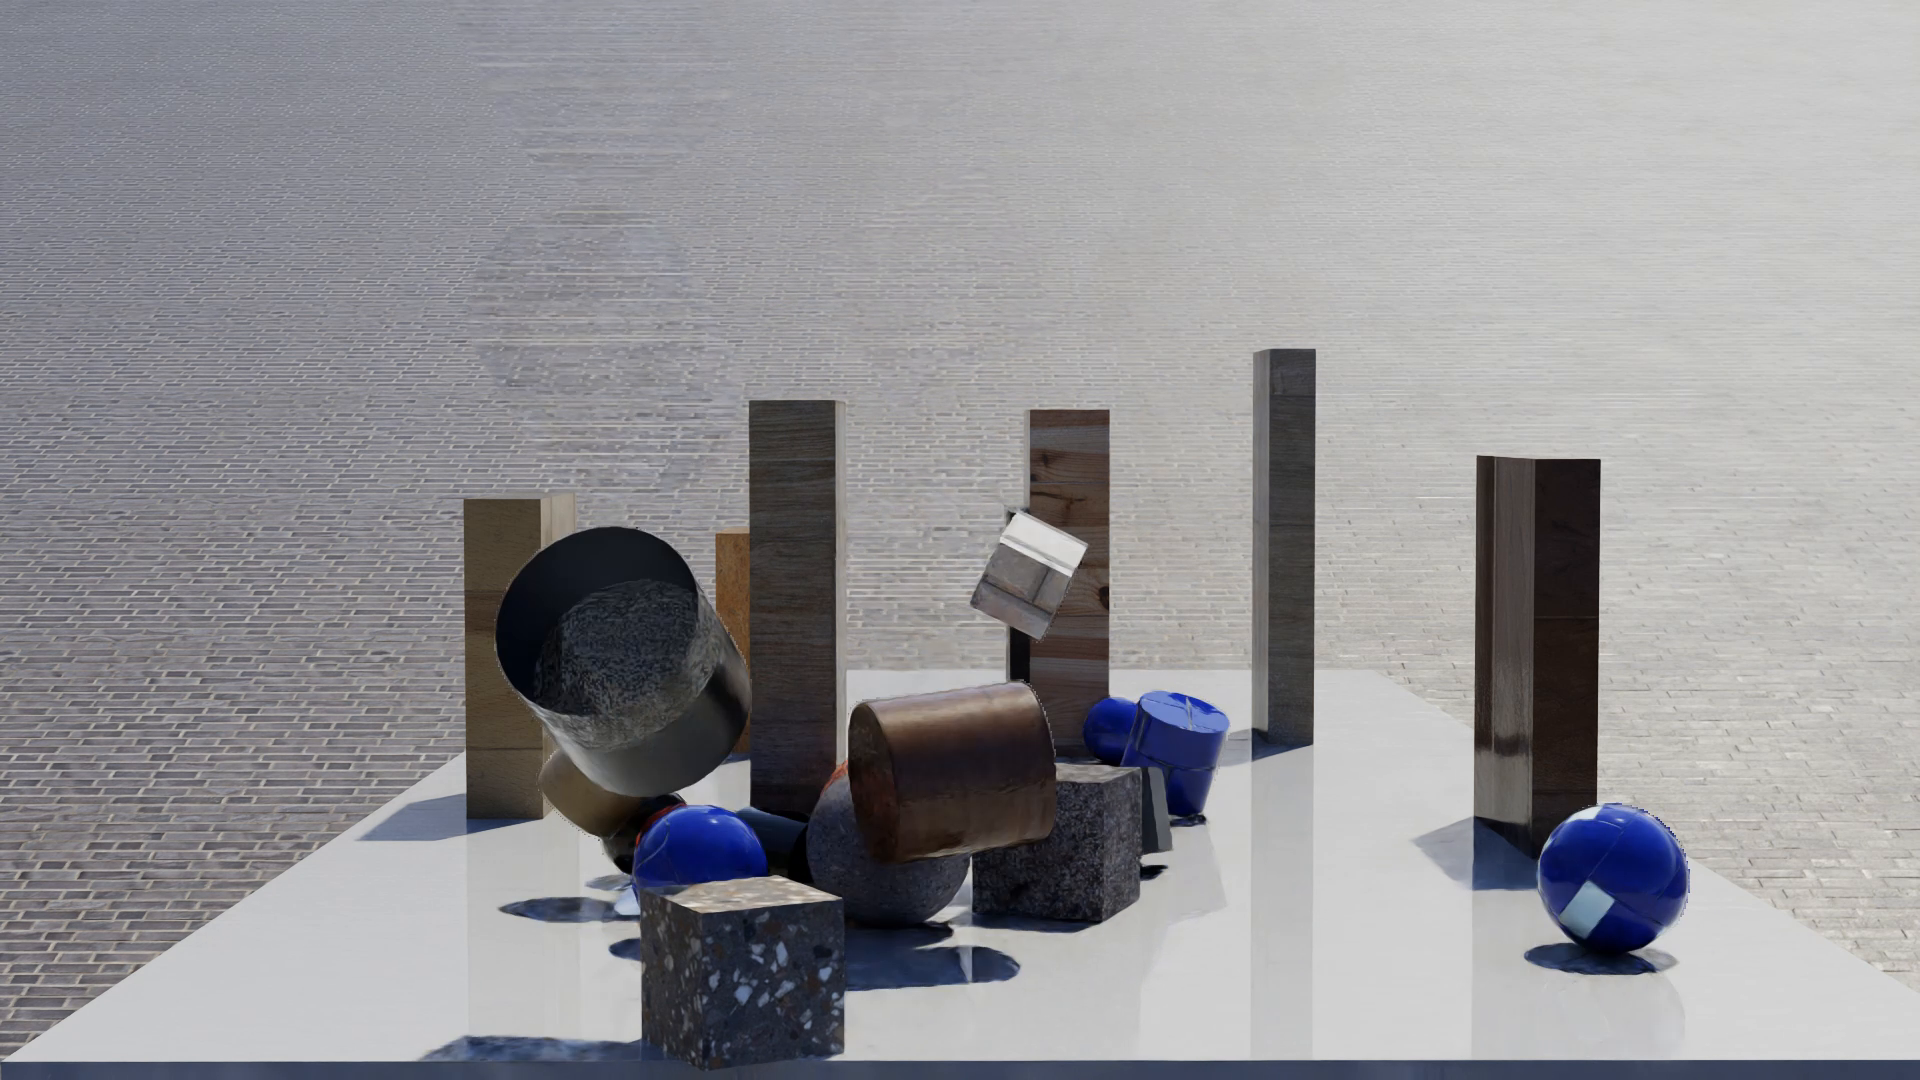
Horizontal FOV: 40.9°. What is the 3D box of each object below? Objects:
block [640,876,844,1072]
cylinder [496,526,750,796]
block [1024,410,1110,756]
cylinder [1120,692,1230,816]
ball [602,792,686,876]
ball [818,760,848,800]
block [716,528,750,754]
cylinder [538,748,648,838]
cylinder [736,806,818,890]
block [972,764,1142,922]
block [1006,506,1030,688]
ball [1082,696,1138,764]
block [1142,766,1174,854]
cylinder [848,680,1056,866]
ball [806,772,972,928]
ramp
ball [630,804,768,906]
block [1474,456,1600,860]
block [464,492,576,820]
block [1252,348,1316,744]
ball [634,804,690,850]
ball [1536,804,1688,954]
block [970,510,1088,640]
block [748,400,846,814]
[{"bbox_3d":[-0.220,0.433,2.595,0.154,0.154,0.154,-2,3,-29],"label":"block"},{"bbox_3d":[-0.343,0.128,2.651,0.210,0.210,0.210,-5,61,9],"label":"cylinder"},{"bbox_3d":[0.205,0.072,5.035,0.149,0.652,0.419,0,3,0],"label":"block"},{"bbox_3d":[0.341,0.343,4.136,0.149,0.149,0.149,13,18,-4],"label":"cylinder"},{"bbox_3d":[-0.430,0.402,3.548,0.130,0.130,0.130,0,23,0],"label":"ball"},{"bbox_3d":[-0.096,0.374,3.452,0.195,0.195,0.195,0,23,0],"label":"ball"},{"bbox_3d":[-0.400,0.190,5.032,0.128,0.418,0.290,0,3,0],"label":"block"},{"bbox_3d":[-0.464,0.302,3.389,0.129,0.129,0.129,40,10,-8],"label":"cylinder"},{"bbox_3d":[-0.227,0.413,3.326,0.125,0.125,0.125,4,20,38],"label":"cylinder"},{"bbox_3d":[0.128,0.388,3.341,0.174,0.174,0.174,1,2,20],"label":"block"},{"bbox_3d":[0.144,0.169,5.049,0.101,0.457,0.421,0,3,0],"label":"block"},{"bbox_3d":[0.288,0.350,4.726,0.125,0.125,0.125,0,23,0],"label":"ball"},{"bbox_3d":[0.226,0.387,3.625,0.117,0.117,0.117,-9,-9,13],"label":"block"},{"bbox_3d":[-0.012,0.275,3.046,0.195,0.195,0.195,-7,23,-18],"label":"cylinder"},{"bbox_3d":[-0.088,0.379,3.203,0.207,0.207,0.207,0,23,0],"label":"ball"},{"bbox_3d":[0.052,0.472,4.535,2.000,0.100,4.000,0,3,0],"label":"ramp"},{"bbox_3d":[-0.315,0.404,3.119,0.166,0.166,0.166,0,23,0],"label":"ball"},{"bbox_3d":[0.868,0.162,3.894,0.094,0.576,0.415,0,3,0],"label":"block"},{"bbox_3d":[-0.723,0.180,4.263,0.122,0.508,0.385,0,3,0],"label":"block"},{"bbox_3d":[0.645,0.008,5.143,0.090,0.771,0.277,0,3,0],"label":"block"},{"bbox_3d":[-0.368,0.412,3.408,0.124,0.124,0.124,0,23,0],"label":"ball"},{"bbox_3d":[0.773,0.402,3.051,0.174,0.174,0.174,0,23,0],"label":"ball"},{"bbox_3d":[0.096,0.048,3.578,0.110,0.110,0.110,27,28,4],"label":"block"},{"bbox_3d":[-0.228,0.132,3.671,0.117,0.659,0.330,0,3,0],"label":"block"}]
